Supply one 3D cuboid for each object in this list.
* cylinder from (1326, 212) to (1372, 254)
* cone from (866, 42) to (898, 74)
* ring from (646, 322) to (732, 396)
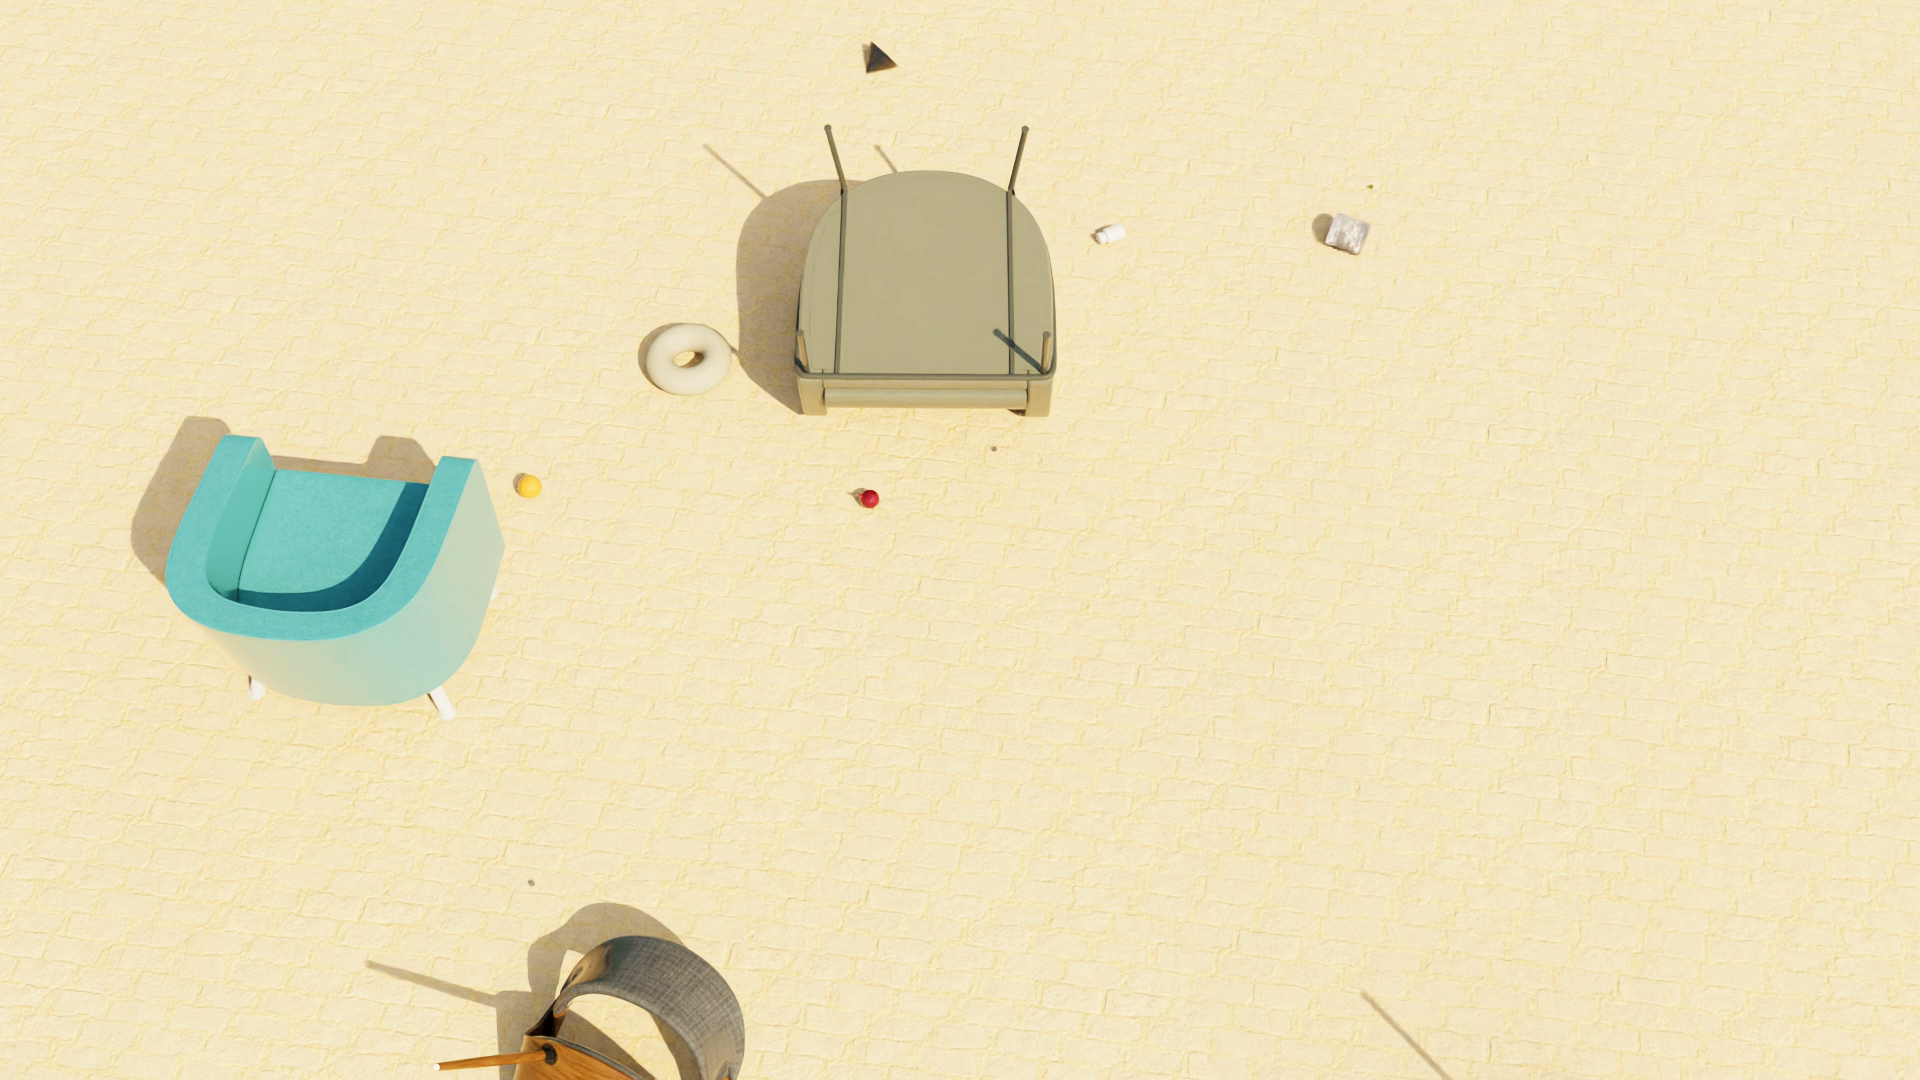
[{"bbox_3d":[1.271,-1.002,7.198,0.111,0.080,0.121,22,67,14],"label":"cylinder"},{"bbox_3d":[-0.295,-1.658,7.660,0.095,0.094,0.162,-47,53,4],"label":"cone"},{"bbox_3d":[-0.851,-0.567,6.900,0.272,0.092,0.264,1,57,2],"label":"ring"}]
